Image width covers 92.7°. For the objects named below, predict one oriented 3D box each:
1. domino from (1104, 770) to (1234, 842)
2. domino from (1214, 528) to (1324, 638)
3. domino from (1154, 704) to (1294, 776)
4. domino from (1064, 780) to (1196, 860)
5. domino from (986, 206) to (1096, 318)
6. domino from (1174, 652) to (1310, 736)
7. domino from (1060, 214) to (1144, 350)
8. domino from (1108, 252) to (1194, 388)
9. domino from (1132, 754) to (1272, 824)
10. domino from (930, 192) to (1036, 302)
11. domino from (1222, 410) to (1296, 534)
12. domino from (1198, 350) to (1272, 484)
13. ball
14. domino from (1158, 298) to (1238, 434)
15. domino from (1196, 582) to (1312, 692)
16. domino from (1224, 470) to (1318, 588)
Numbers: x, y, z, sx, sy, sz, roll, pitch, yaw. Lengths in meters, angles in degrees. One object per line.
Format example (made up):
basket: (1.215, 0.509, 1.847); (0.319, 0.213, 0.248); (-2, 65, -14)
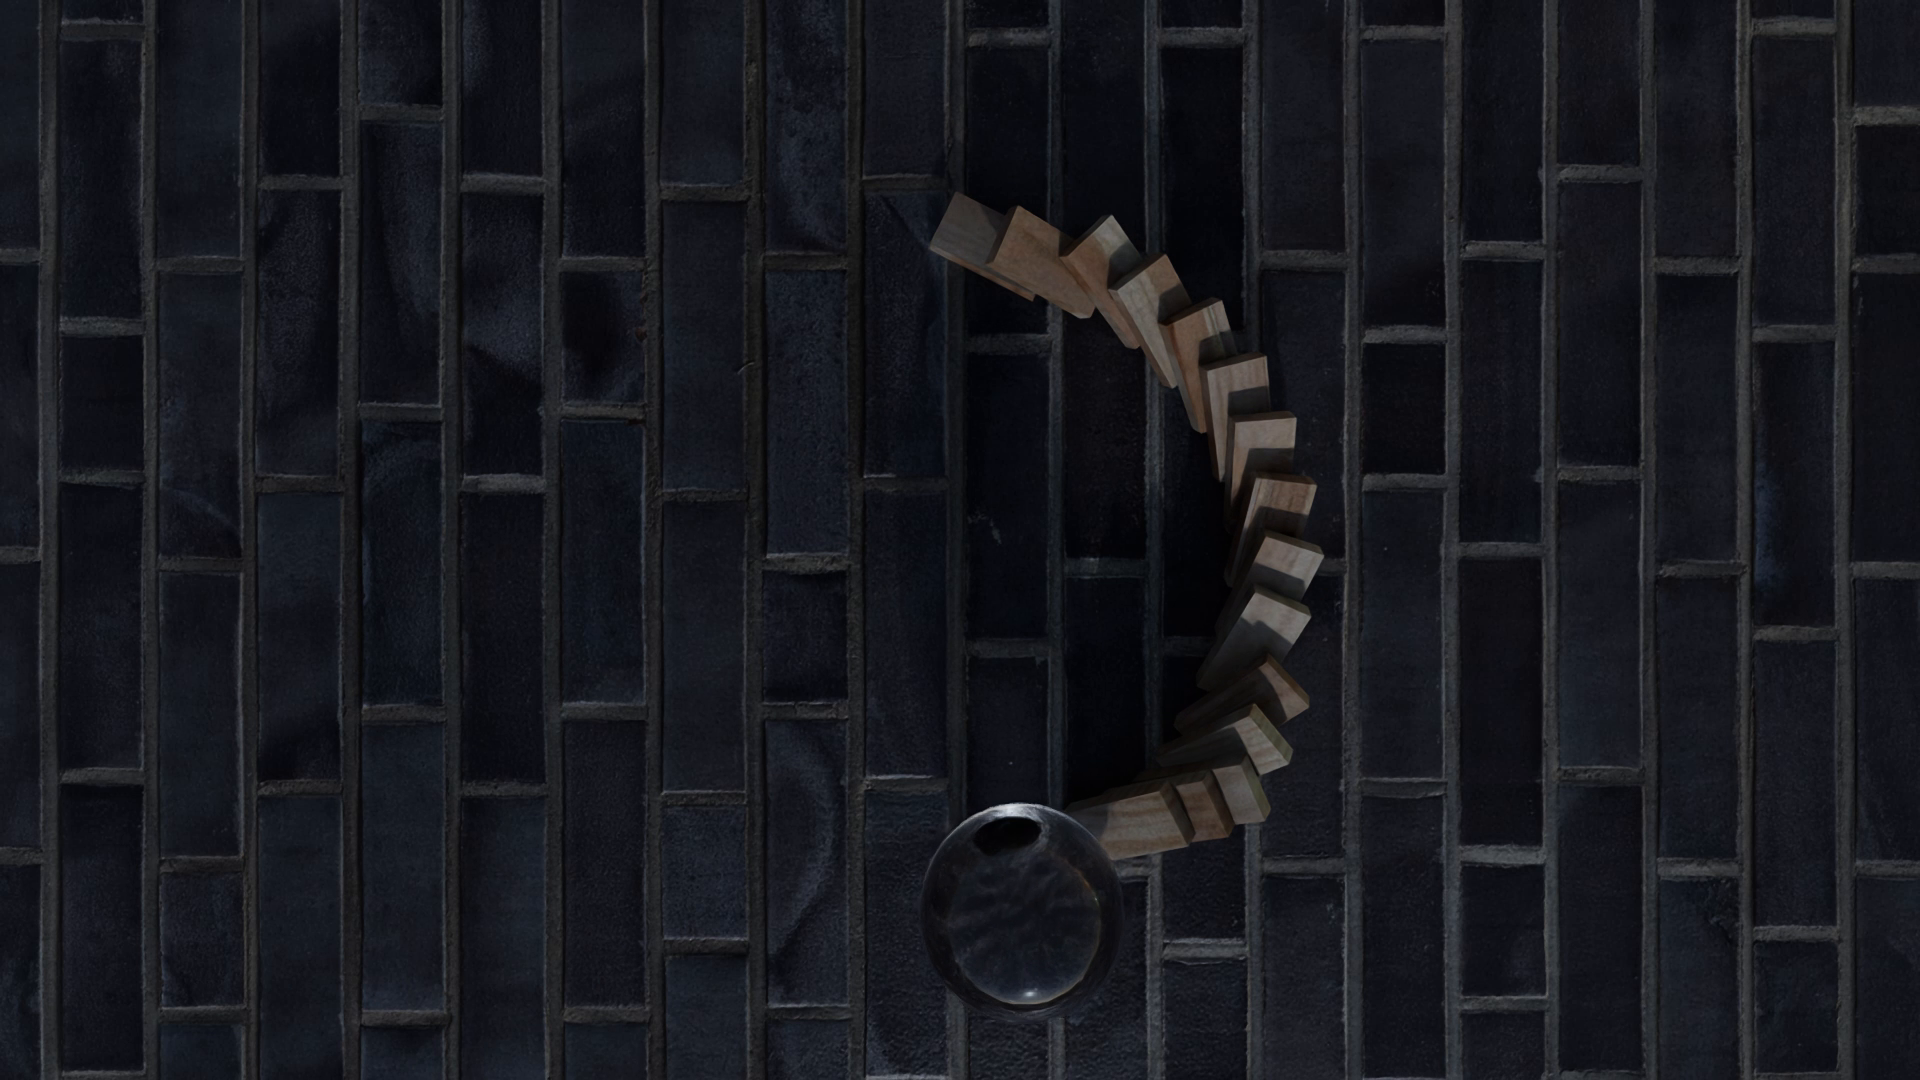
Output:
domino: (0.085, 0.113, 0.381); (0.050, 0.010, 0.025); (-24, 93, 37)
domino: (0.129, 0.022, 0.385); (0.025, 0.010, 0.050); (18, 115, 0)
domino: (0.109, 0.089, 0.380); (0.025, 0.010, 0.050); (50, 128, -2)
domino: (0.069, 0.118, 0.381); (0.050, 0.009, 0.025); (-27, 91, 37)
domino: (0.038, -0.116, 0.385); (0.050, 0.010, 0.025); (23, 92, -24)
domino: (0.117, 0.072, 0.384); (0.025, 0.009, 0.050); (47, 117, 0)
domino: (0.067, -0.108, 0.386); (0.025, 0.009, 0.050); (-43, 112, 0)
domino: (0.086, -0.092, 0.385); (0.025, 0.009, 0.050); (-37, 114, 0)
domino: (0.099, 0.106, 0.381); (0.050, 0.010, 0.025); (-22, 95, 37)
domino: (0.015, -0.126, 0.395); (0.050, 0.010, 0.025); (27, 90, 0)
domino: (0.125, -0.028, 0.385); (0.025, 0.010, 0.050); (-5, 115, 0)
domino: (0.117, -0.051, 0.385); (0.025, 0.010, 0.050); (-14, 115, 0)
ball: (0.024, 0.145, 0.360); (0.080, 0.080, 0.080); (0, 90, 0)
domino: (0.104, -0.073, 0.385); (0.025, 0.010, 0.050); (-25, 114, 0)
domino: (0.122, 0.045, 0.385); (0.025, 0.010, 0.050); (24, 115, 0)
domino: (0.130, -0.003, 0.385); (0.025, 0.009, 0.050); (7, 115, 0)
